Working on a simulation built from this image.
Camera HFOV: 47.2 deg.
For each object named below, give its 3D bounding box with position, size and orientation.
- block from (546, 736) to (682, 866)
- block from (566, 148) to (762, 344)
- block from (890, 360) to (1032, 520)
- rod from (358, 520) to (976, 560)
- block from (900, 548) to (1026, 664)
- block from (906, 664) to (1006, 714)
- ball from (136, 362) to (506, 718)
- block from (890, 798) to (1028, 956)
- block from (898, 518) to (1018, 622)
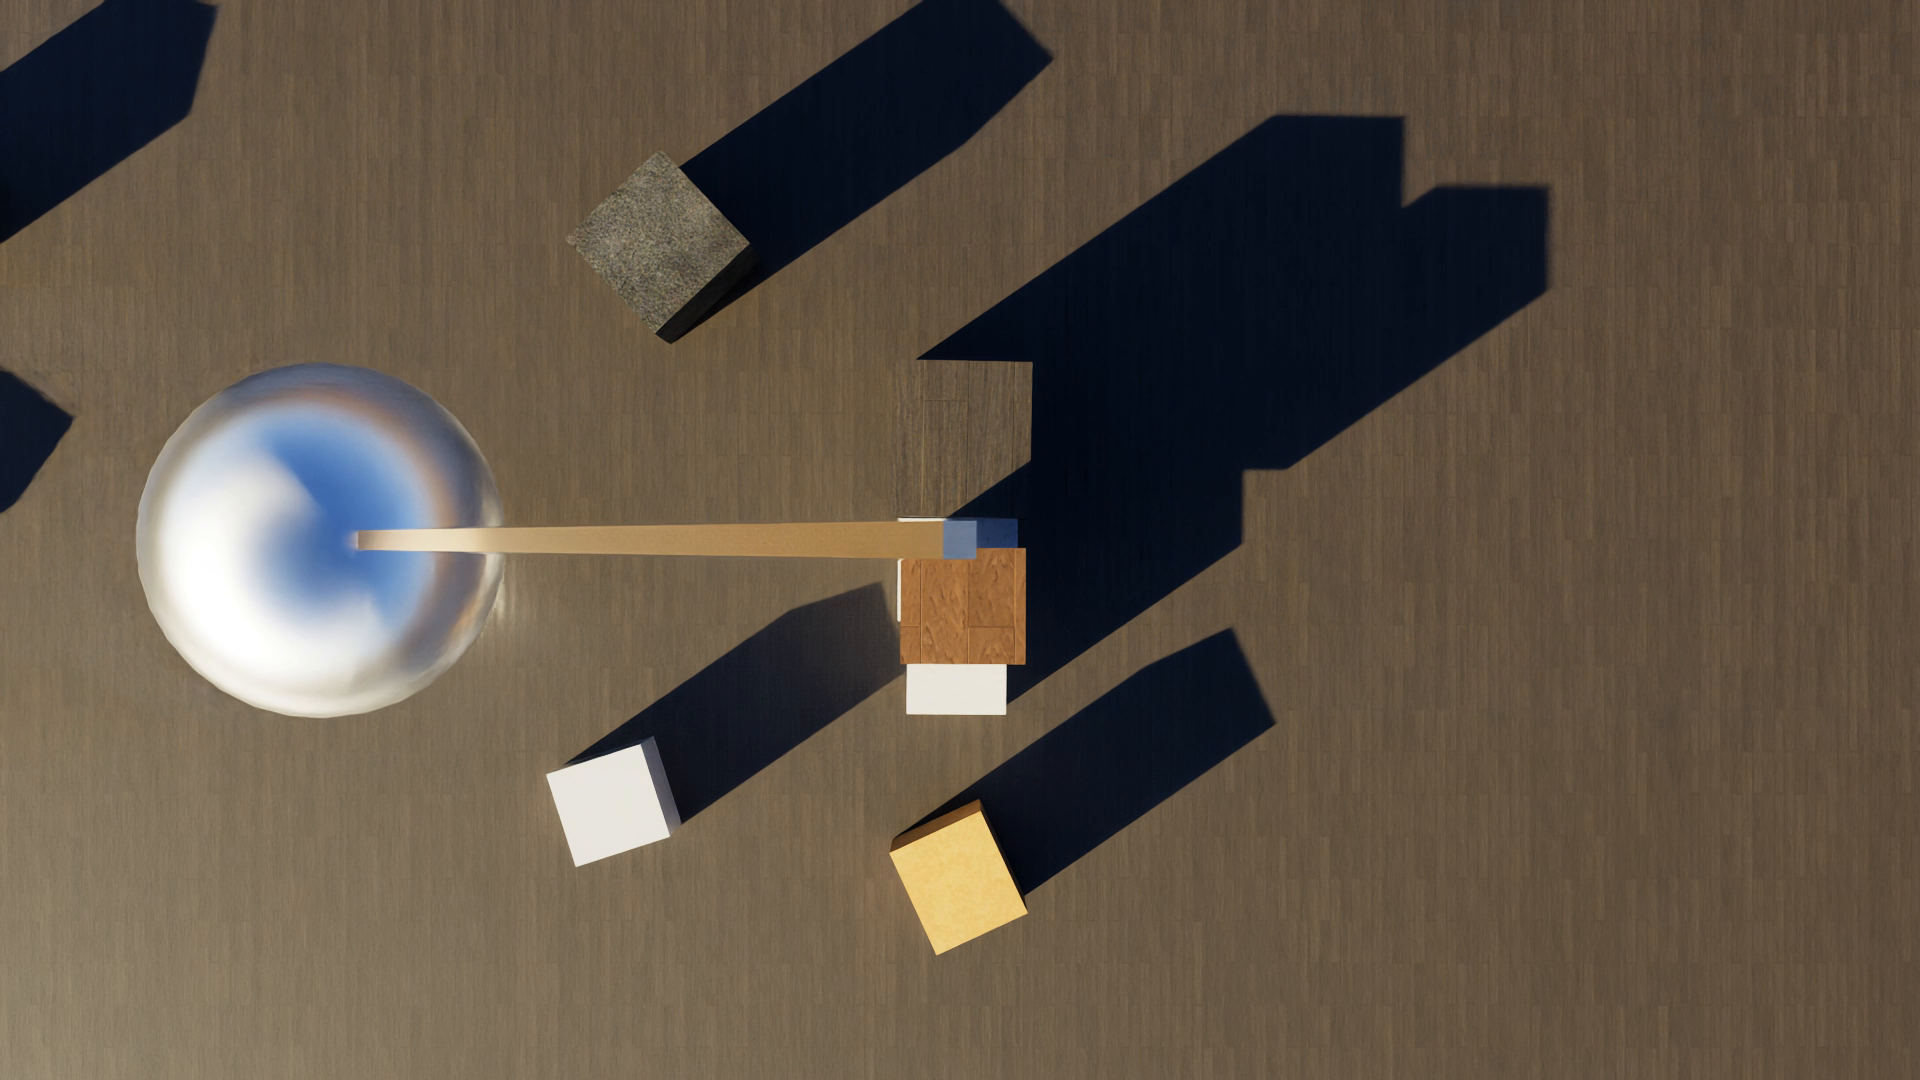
[{"bbox_3d":[-1.994,1.505,12.730,0.560,0.540,0.550,-18,90,0],"label":"block"},{"bbox_3d":[-1.694,-1.674,12.650,0.736,0.701,0.734,-43,90,0],"label":"block"},{"bbox_3d":[0.007,-0.557,12.551,0.768,0.899,0.862,1,90,0],"label":"block"},{"bbox_3d":[-1.235,0.000,6.885,0.080,5.200,0.080,0,90,-28],"label":"rod"},{"bbox_3d":[0.017,0.354,12.051,0.667,0.627,0.620,0,90,0],"label":"block"},{"bbox_3d":[-0.019,0.721,12.715,0.561,0.570,0.527,0,90,0],"label":"block"},{"bbox_3d":[-2.851,0.000,9.877,1.600,1.600,1.600,0,90,0],"label":"ball"},{"bbox_3d":[-0.008,1.935,12.700,0.565,0.601,0.634,-25,90,0],"label":"block"},{"bbox_3d":[-0.014,0.169,12.682,0.672,0.635,0.578,0,90,0],"label":"block"}]
